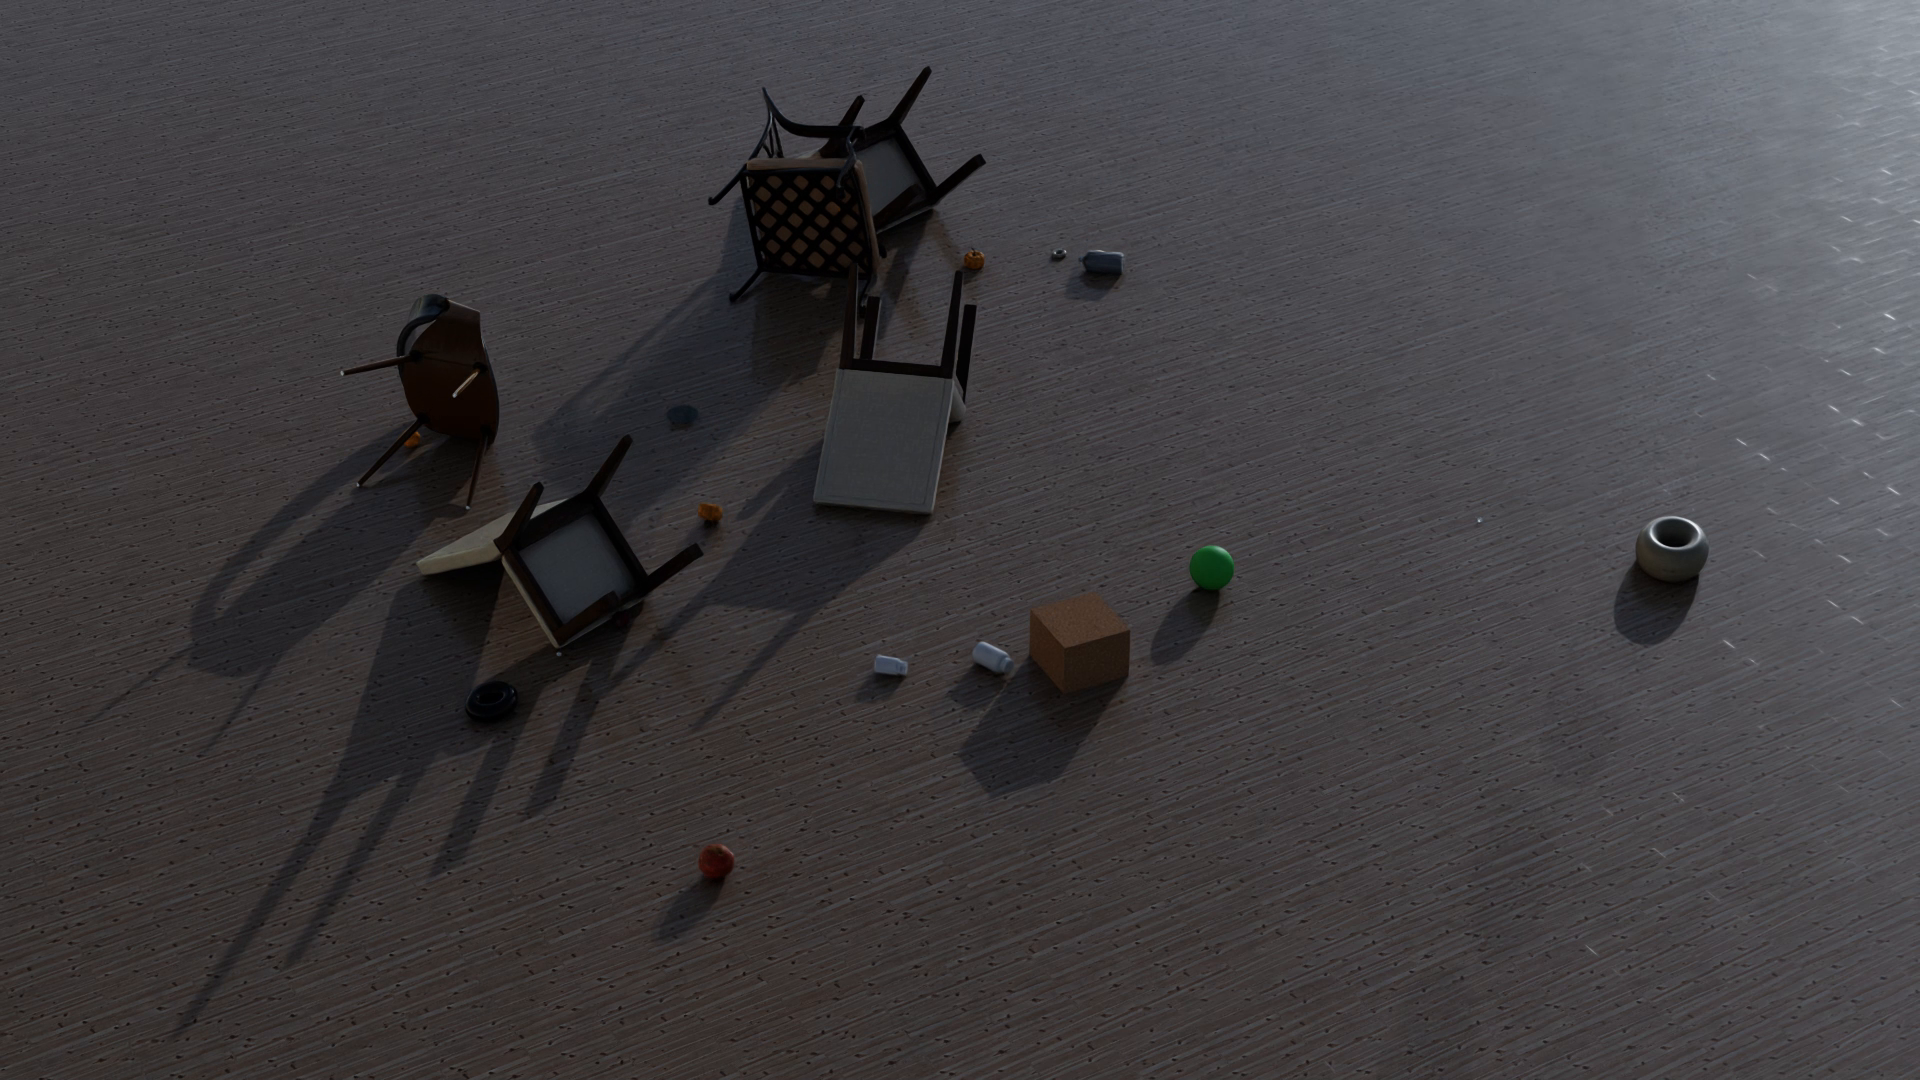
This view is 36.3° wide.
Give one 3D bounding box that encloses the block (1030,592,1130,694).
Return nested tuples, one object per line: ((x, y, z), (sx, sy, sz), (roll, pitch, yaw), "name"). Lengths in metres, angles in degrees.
((0.417, 0.356, 10.227), (0.255, 0.194, 0.262), (-15, 36, -21), "block")

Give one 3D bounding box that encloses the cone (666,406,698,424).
((-1.102, -0.499, 11.675), (0.127, 0.070, 0.052), (-2, 0, 0), "cone")

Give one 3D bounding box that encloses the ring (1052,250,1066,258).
((0.433, -1.252, 12.828), (0.076, 0.018, 0.057), (-28, 43, -34), "ring")

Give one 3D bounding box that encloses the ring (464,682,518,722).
((-1.605, 0.554, 10.046), (0.173, 0.064, 0.208), (12, 34, 19), "ring")

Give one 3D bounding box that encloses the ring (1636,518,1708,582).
((2.616, 0.033, 10.775), (0.262, 0.133, 0.330), (7, 33, 14), "ring")

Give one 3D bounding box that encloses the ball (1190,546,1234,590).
((0.915, 0.101, 10.643), (0.163, 0.163, 0.163), (0, 33, 0), "ball")
